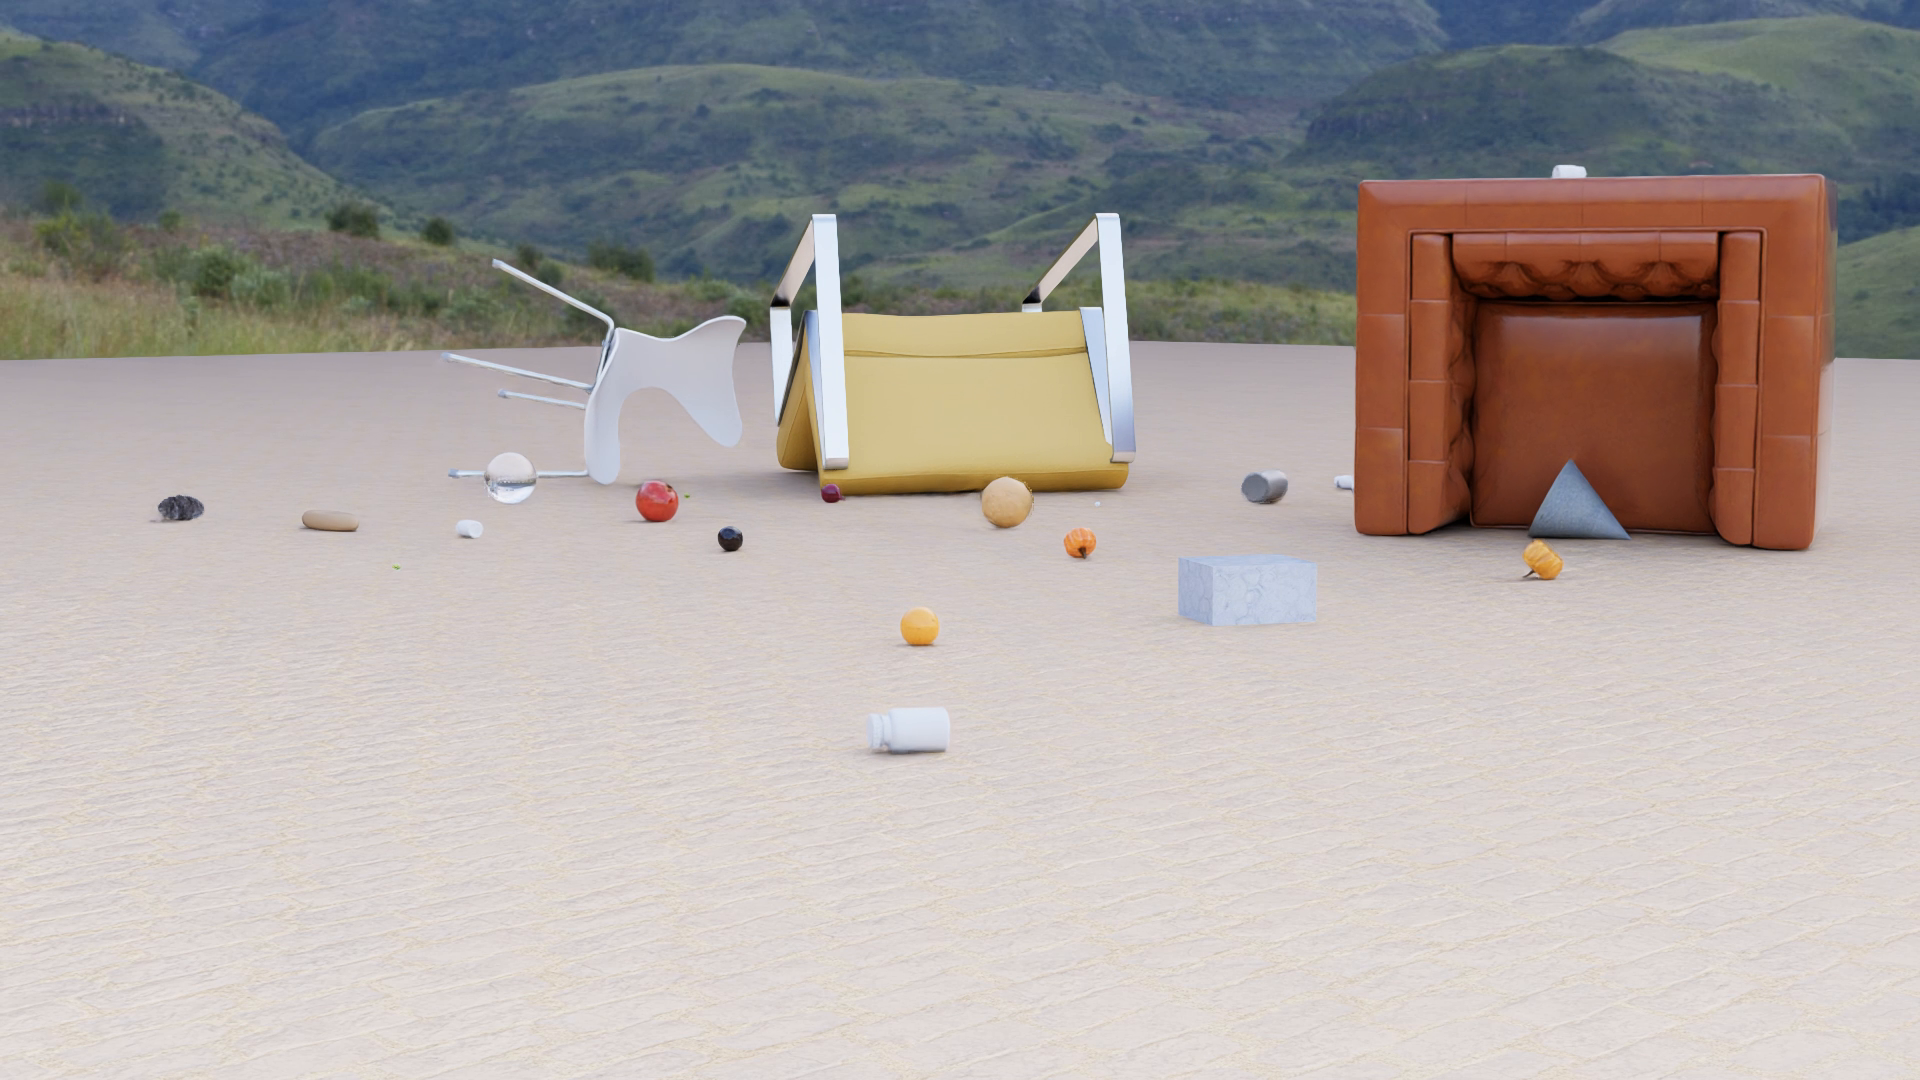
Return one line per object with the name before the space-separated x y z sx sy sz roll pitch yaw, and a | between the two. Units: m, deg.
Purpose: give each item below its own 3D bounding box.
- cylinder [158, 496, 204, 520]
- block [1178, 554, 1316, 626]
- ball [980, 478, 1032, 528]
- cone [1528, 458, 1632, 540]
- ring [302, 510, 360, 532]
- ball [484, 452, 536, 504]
cylinder | -2.108 -0.087 6.944 0.116 0.062 0.061 4 5 -15
block | 0.553 0.095 4.946 0.213 0.112 0.173 -2 6 -17
ball | 0.121 -0.098 6.711 0.133 0.133 0.133 0 6 0
cone | 1.584 -0.054 6.446 0.228 0.213 0.255 29 36 15
ring | -1.640 -0.050 6.684 0.221 0.045 0.089 6 7 41
ball | -1.300 -0.179 7.418 0.150 0.150 0.150 0 6 0
